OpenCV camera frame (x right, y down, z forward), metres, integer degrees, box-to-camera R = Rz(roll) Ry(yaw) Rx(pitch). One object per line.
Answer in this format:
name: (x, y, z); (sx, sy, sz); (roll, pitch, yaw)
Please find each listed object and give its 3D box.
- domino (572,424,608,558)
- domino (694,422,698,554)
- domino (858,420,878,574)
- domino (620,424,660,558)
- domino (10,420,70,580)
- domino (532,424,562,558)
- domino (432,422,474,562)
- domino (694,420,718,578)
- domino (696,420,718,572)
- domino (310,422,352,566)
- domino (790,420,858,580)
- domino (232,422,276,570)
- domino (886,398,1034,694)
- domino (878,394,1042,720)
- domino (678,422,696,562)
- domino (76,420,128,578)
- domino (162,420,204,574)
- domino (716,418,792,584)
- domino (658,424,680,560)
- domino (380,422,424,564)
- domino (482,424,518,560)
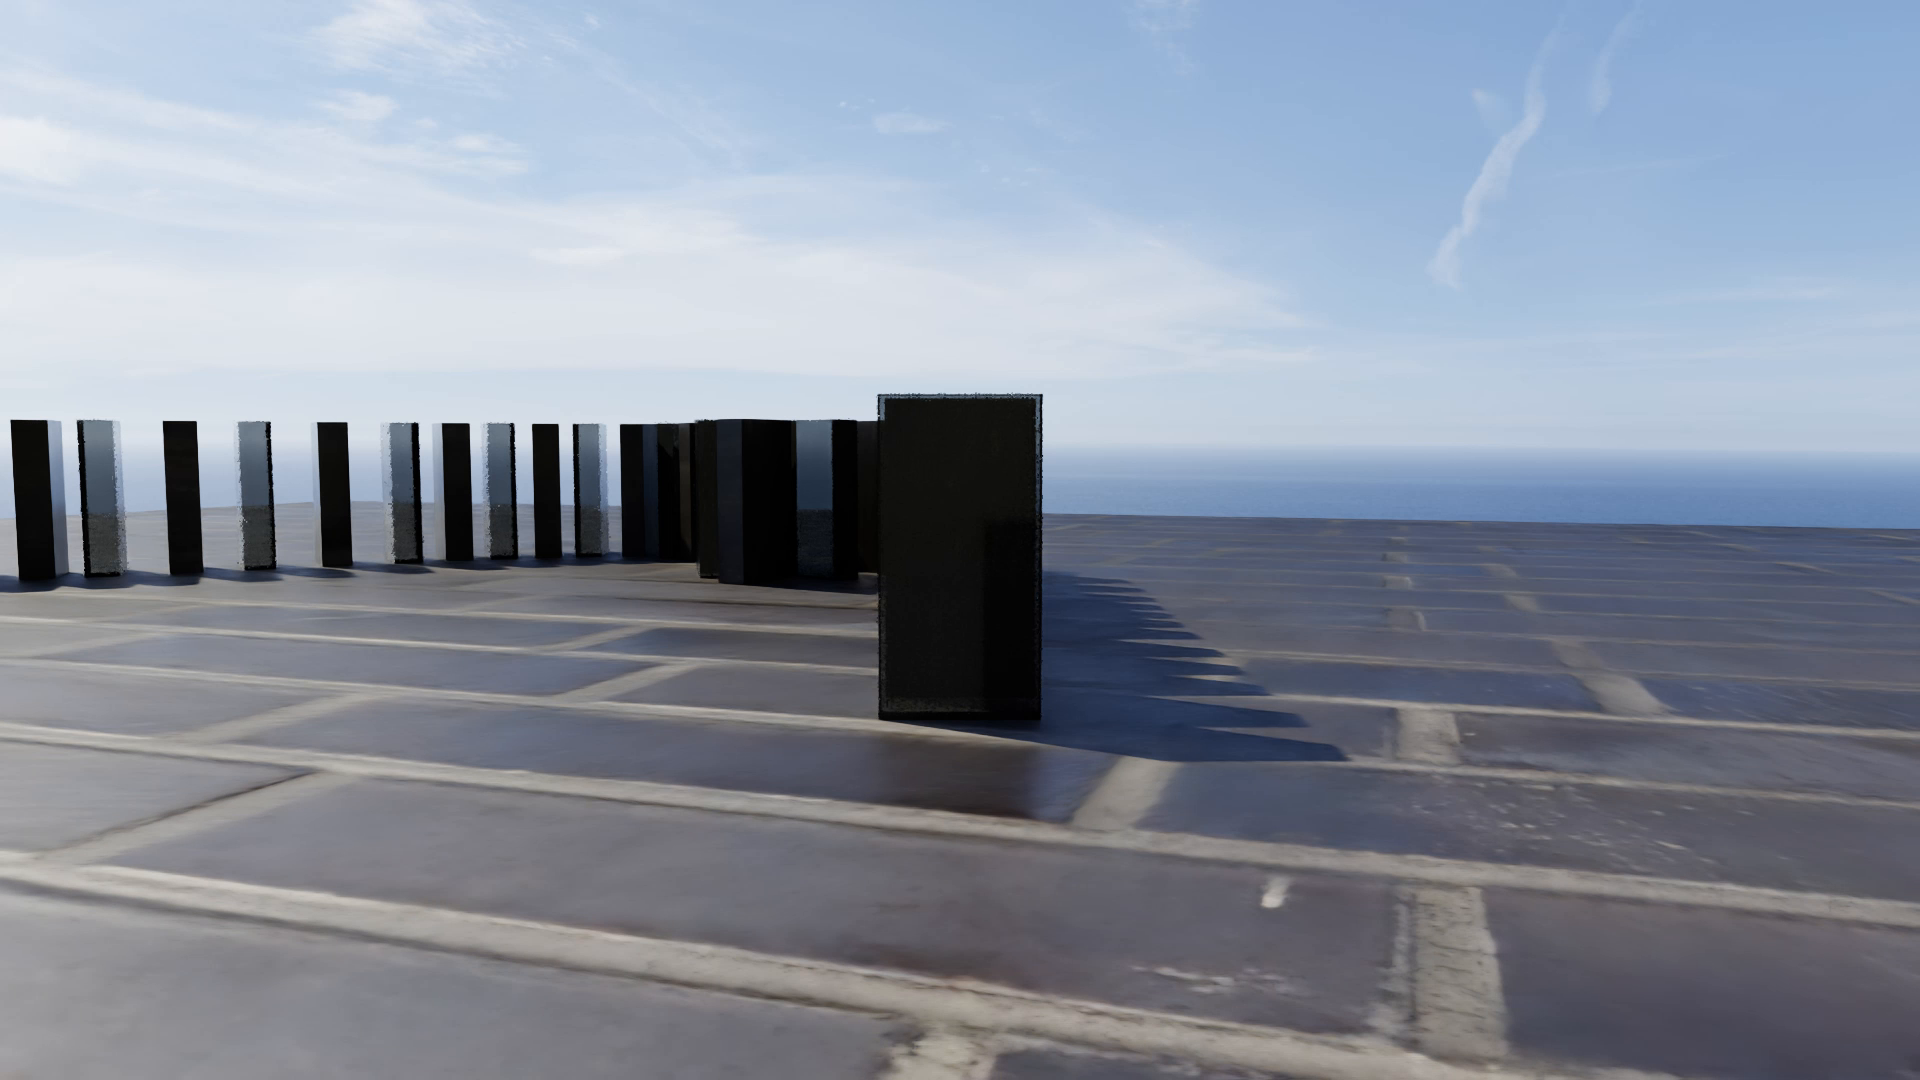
domino: (-0.142, -0.019, 0.494); (0.010, 0.050, 0.025); (-1, 4, -9)
domino: (-0.080, -0.016, 0.451); (0.025, 0.050, 0.010); (-1, 4, -14)
domino: (-0.027, -0.014, 0.426); (0.009, 0.050, 0.025); (-4, 6, -44)
domino: (-0.120, -0.019, 0.493); (0.010, 0.050, 0.025); (1, 4, 15)
domino: (-0.295, -0.013, 0.412); (0.010, 0.050, 0.025); (-2, 5, -27)
domino: (-0.158, -0.019, 0.490); (0.010, 0.050, 0.025); (-1, 4, -17)
domino: (-0.188, -0.018, 0.476); (0.010, 0.050, 0.025); (-2, 5, -30)
domino: (-0.072, -0.013, 0.414); (0.025, 0.050, 0.009); (-1, 4, -17)
domino: (-0.076, -0.015, 0.431); (0.025, 0.050, 0.010); (-1, 4, -10)
domino: (-0.223, -0.017, 0.455); (0.010, 0.050, 0.025); (-3, 5, -31)
domino: (-0.044, -0.013, 0.409); (0.010, 0.050, 0.025); (-4, 6, -43)
domino: (-0.243, -0.016, 0.443); (0.009, 0.050, 0.025); (-3, 5, -33)
domino: (0.000, 0.001, 0.222); (0.025, 0.050, 0.009); (0, 4, 0)
domino: (0.000, 0.002, 0.201); (0.025, 0.050, 0.009); (0, 4, 0)
domino: (-0.089, -0.018, 0.470); (0.025, 0.050, 0.010); (-3, 5, -35)
domino: (-0.280, -0.014, 0.420); (0.009, 0.050, 0.025); (-2, 5, -28)
domino: (-0.261, -0.015, 0.431); (0.010, 0.050, 0.025); (-3, 5, -32)
domino: (-0.064, -0.012, 0.399); (0.010, 0.050, 0.025); (2, 5, 28)
domino: (-0.100, -0.019, 0.483); (0.009, 0.050, 0.025); (4, 6, 41)
domino: (-0.204, -0.017, 0.467); (0.009, 0.050, 0.025); (-3, 5, -31)
domino: (-0.174, -0.019, 0.484); (0.009, 0.050, 0.025); (-2, 5, -25)
